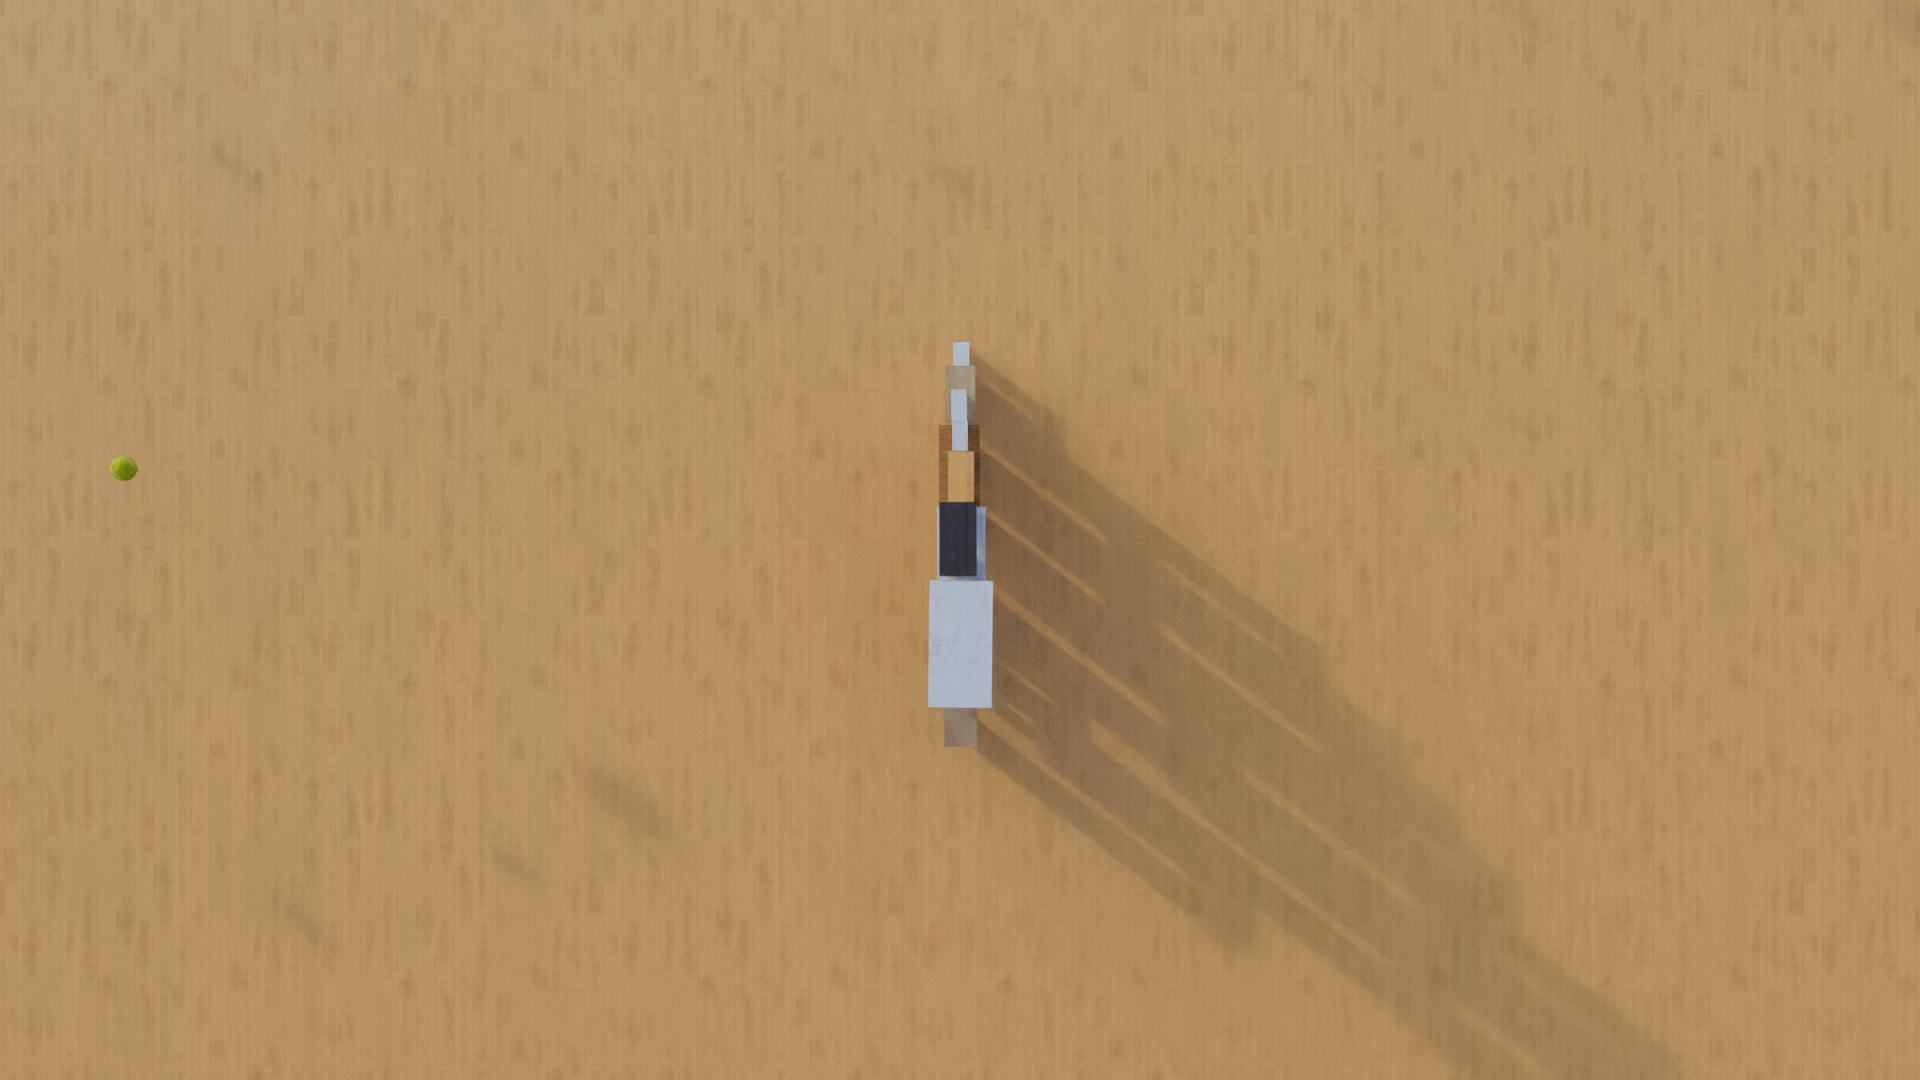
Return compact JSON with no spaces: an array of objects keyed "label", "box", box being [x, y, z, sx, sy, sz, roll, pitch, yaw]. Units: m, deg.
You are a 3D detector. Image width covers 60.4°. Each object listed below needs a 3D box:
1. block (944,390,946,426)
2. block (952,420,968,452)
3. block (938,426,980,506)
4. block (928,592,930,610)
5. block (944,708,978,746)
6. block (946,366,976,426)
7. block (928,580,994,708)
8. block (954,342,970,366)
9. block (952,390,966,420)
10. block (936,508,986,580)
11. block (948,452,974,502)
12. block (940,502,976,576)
[{"label":"block","box":[-0.002,-0.375,5.278,0.103,0.029,0.207,0,90,0]},{"label":"block","box":[0.001,-0.309,4.885,0.045,0.013,0.091,0,90,0]},{"label":"block","box":[-0.002,-0.224,5.000,0.123,0.035,0.247,0,90,0]},{"label":"block","box":[0.000,0.165,4.675,0.171,0.342,0.048,-1,90,0]},{"label":"block","box":[0.002,0.543,5.159,0.103,0.029,0.205,0,90,0]},{"label":"block","box":[0.001,-0.444,5.068,0.091,0.026,0.183,0,90,0]},{"label":"block","box":[0.002,0.282,4.480,0.171,0.048,0.342,1,90,0]},{"label":"block","box":[0.004,-0.593,5.387,0.053,0.015,0.105,0,90,0]},{"label":"block","box":[-0.002,-0.406,4.957,0.046,0.013,0.092,0,90,0]},{"label":"block","box":[0.004,0.047,4.867,0.143,0.041,0.286,0,90,0]},{"label":"block","box":[0.003,-0.184,4.821,0.075,0.021,0.150,0,90,0]},{"label":"block","box":[-0.006,-0.002,4.624,0.104,0.029,0.208,0,90,0]}]
